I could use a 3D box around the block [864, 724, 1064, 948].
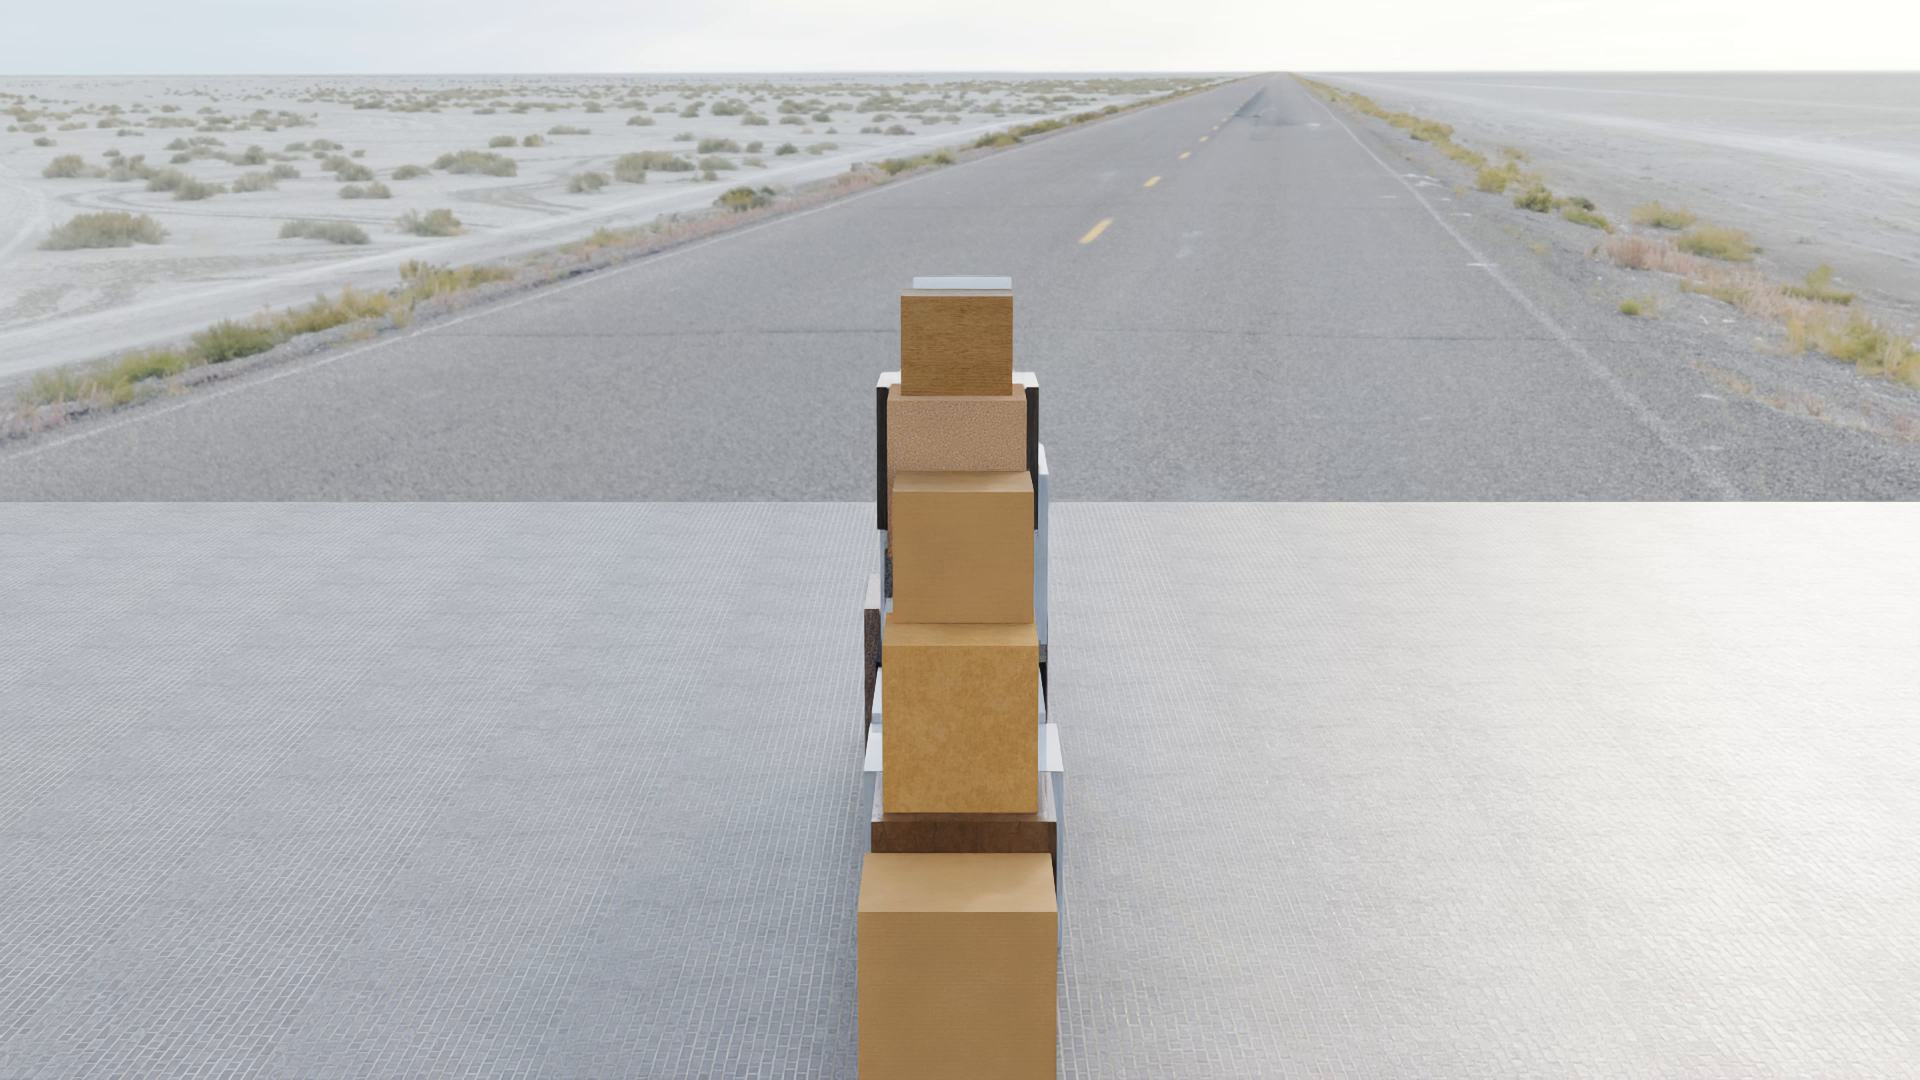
[{"bbox_3d":[0.014,1.225,10.755,0.804,0.742,0.766,0,10,0],"label":"block"}]

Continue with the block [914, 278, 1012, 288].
[{"bbox_3d":[0.010,-0.922,11.240,0.420,0.454,0.435,0,6,0],"label":"block"}]

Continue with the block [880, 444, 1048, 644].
[{"bbox_3d":[0.019,0.008,12.396,0.784,0.820,0.786,0,12,0],"label":"block"}]

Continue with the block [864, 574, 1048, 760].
[{"bbox_3d":[-0.020,0.692,13.311,0.918,0.876,0.906,0,10,0],"label":"block"}]

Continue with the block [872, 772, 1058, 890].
[{"bbox_3d":[0.015,1.358,10.026,0.697,0.741,0.695,0,10,0],"label":"block"}]

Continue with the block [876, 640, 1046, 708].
[{"bbox_3d":[0.004,0.886,12.429,0.792,0.809,0.878,0,10,0],"label":"block"}]

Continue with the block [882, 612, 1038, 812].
[{"bbox_3d":[0.001,0.661,9.978,0.588,0.647,0.604,0,10,0],"label":"block"}]

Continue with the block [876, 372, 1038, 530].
[{"bbox_3d":[-0.010,-0.409,11.527,0.703,0.626,0.756,0,8,0],"label":"block"}]

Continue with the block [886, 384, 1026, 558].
[{"bbox_3d":[-0.013,-0.302,10.839,0.571,0.651,0.598,0,10,0],"label":"block"}]

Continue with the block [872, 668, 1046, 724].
[{"bbox_3d":[-0.005,1.055,11.563,0.750,0.786,0.865,0,10,0],"label":"block"}]

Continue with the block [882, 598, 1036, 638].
[{"bbox_3d":[-0.002,0.583,10.579,0.617,0.585,0.586,0,10,0],"label":"block"}]

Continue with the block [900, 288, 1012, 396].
[{"bbox_3d":[-0.013,-0.836,10.800,0.463,0.413,0.382,0,10,0],"label":"block"}]

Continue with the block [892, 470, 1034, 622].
[{"bbox_3d":[0.013,0.019,10.274,0.548,0.514,0.619,0,9,0],"label":"block"}]

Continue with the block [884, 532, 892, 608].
[{"bbox_3d":[-0.012,0.351,11.155,0.612,0.747,0.612,0,10,0],"label":"block"}]

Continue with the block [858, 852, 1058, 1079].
[{"bbox_3d":[-0.009,1.542,9.346,0.699,0.622,0.689,0,10,0],"label":"block"}]
